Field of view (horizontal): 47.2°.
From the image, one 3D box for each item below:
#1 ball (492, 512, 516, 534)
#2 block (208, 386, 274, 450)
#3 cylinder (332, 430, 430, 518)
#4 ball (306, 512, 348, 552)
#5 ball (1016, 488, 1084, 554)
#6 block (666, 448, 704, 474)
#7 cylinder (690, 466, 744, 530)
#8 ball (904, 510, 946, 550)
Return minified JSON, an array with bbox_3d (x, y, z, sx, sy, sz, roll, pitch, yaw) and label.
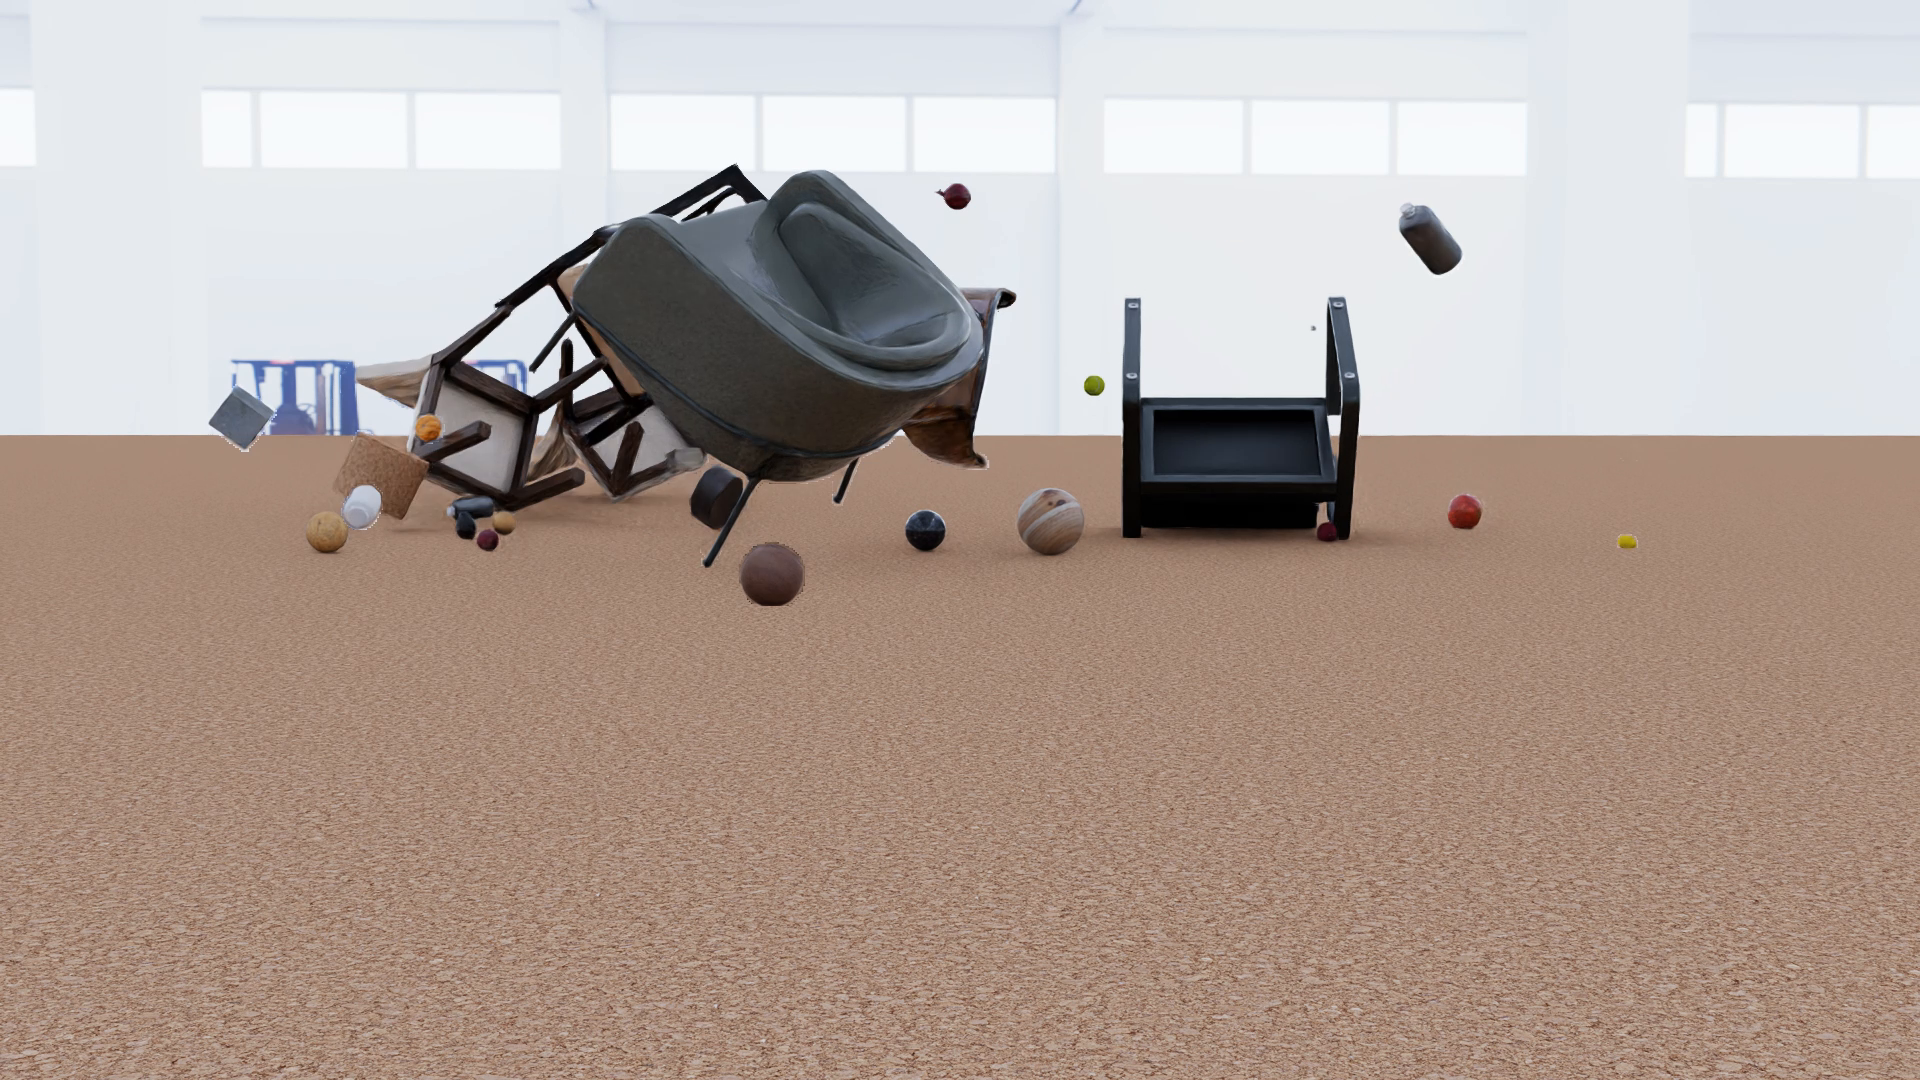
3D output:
[{"bbox_3d":[-1.405,-0.052,6.780,0.072,0.072,0.072,0,4,0],"label":"ball"},{"bbox_3d":[-1.676,-0.286,5.131,0.102,0.089,0.121,38,4,-15],"label":"block"},{"bbox_3d":[-1.821,-0.204,6.919,0.252,0.194,0.199,27,-1,-44],"label":"cylinder"},{"bbox_3d":[-1.738,-0.022,6.039,0.113,0.113,0.113,0,4,0],"label":"ball"},{"bbox_3d":[0.245,-0.051,5.951,0.182,0.182,0.182,0,4,0],"label":"ball"},{"bbox_3d":[-1.060,-0.307,8.461,0.106,0.076,0.104,-7,-5,-28],"label":"block"},{"bbox_3d":[-0.775,-0.135,7.003,0.081,0.194,0.161,32,35,21],"label":"cylinder"},{"bbox_3d":[-0.096,-0.027,6.104,0.115,0.115,0.115,0,4,0],"label":"ball"}]
